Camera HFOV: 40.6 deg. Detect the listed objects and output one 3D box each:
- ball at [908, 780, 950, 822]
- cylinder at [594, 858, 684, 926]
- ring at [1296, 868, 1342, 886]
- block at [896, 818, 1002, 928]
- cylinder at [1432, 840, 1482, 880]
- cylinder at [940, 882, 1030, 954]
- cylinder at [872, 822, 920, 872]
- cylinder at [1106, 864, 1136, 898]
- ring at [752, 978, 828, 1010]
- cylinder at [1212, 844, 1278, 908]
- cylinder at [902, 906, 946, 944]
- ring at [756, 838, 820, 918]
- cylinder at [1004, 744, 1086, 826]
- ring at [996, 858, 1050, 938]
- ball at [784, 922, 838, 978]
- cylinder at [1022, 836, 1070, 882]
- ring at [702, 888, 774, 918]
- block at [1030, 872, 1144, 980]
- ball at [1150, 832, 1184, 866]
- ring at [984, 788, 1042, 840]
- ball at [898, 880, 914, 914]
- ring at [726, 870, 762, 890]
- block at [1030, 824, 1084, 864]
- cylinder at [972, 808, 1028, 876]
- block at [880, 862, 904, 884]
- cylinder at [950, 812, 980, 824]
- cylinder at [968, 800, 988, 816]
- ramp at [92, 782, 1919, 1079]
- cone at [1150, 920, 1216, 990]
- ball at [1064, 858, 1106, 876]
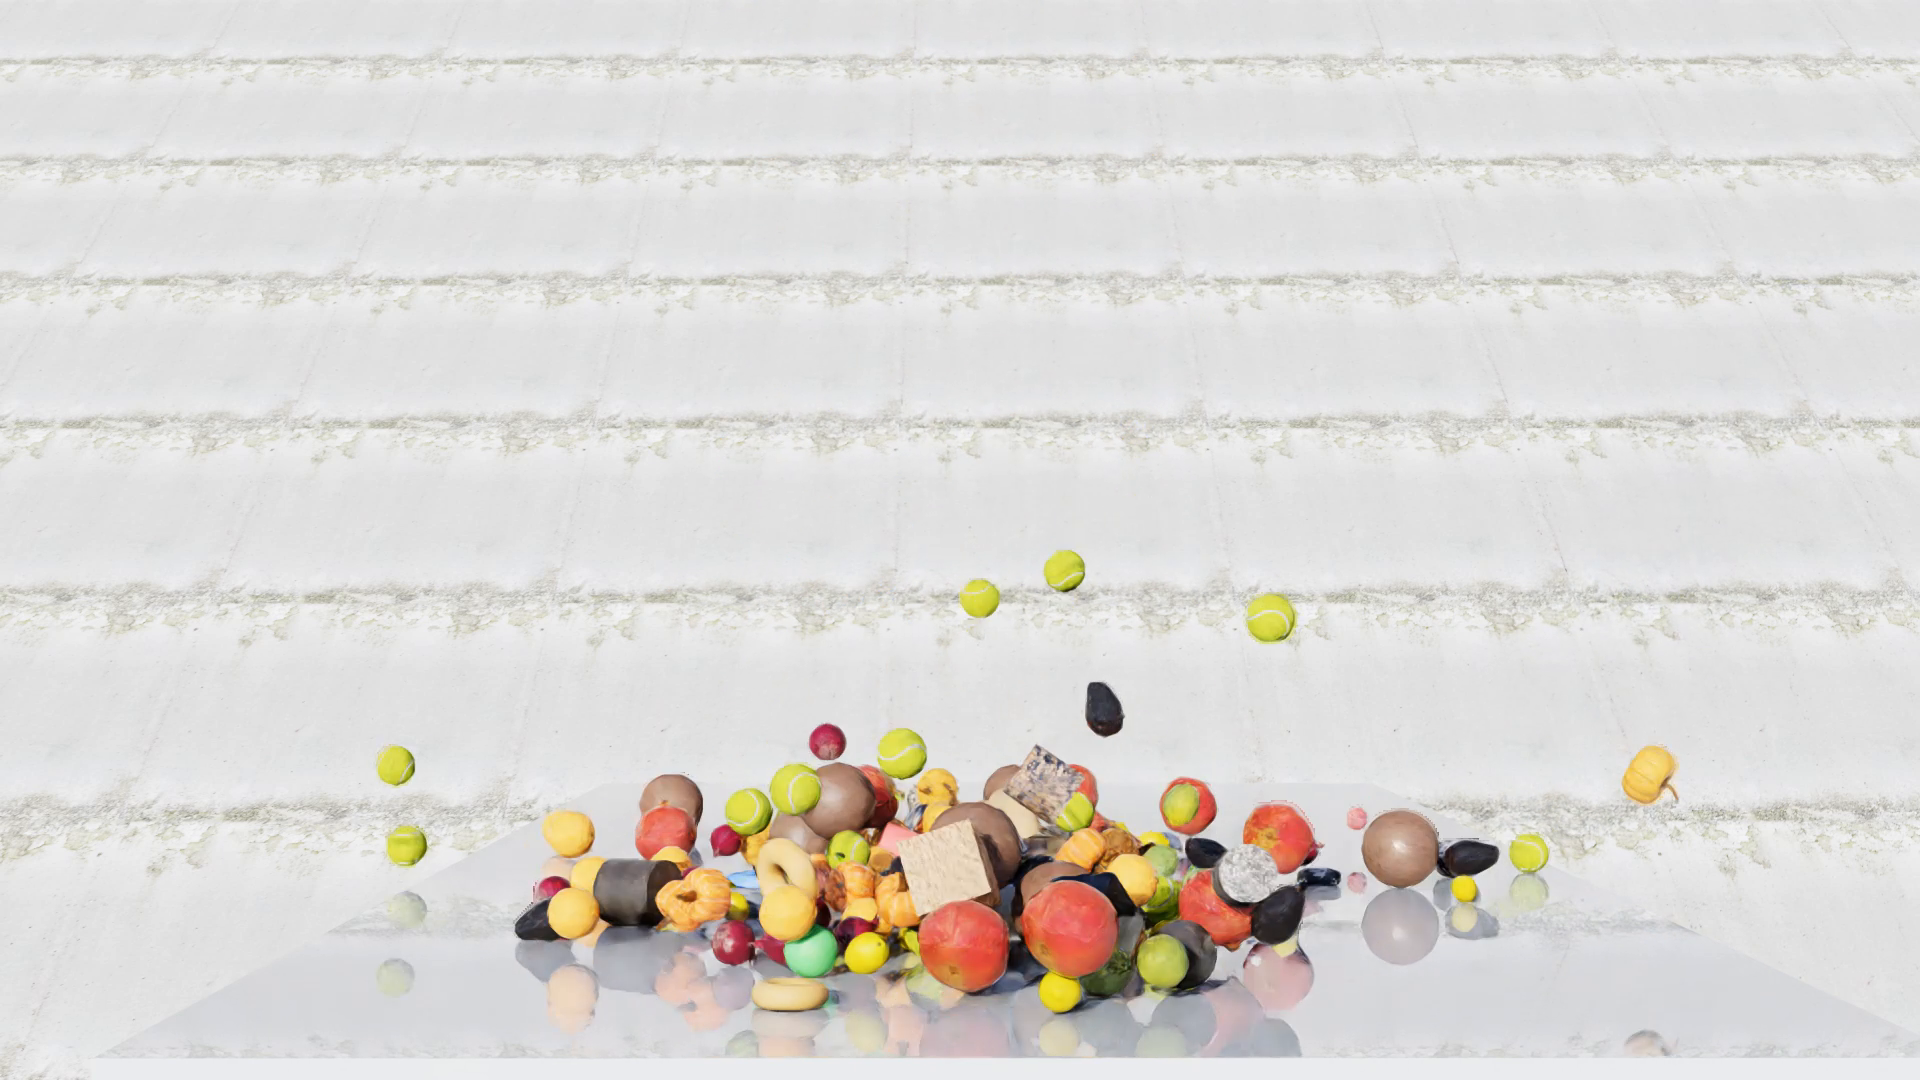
[{"bbox_3d":[-0.068,0.564,5.606,0.093,0.093,0.093,0,33,0],"label":"ball"},{"bbox_3d":[-0.479,0.524,3.865,0.096,0.096,0.096,-2,29,29],"label":"cylinder"},{"bbox_3d":[0.610,0.573,4.405,0.077,0.026,0.077,0,0,0],"label":"ring"},{"bbox_3d":[-0.013,0.430,3.339,0.099,0.099,0.099,-19,71,4],"label":"block"},{"bbox_3d":[0.863,0.556,4.504,0.062,0.062,0.062,-13,3,-19],"label":"cylinder"},{"bbox_3d":[0.032,0.516,3.560,0.097,0.097,0.097,-17,1,-24],"label":"cylinder"},{"bbox_3d":[-0.104,0.521,4.387,0.069,0.069,0.069,23,35,-2],"label":"cylinder"},{"bbox_3d":[0.250,0.553,4.165,0.054,0.054,0.054,-17,32,8],"label":"cylinder"},{"bbox_3d":[-0.204,0.544,3.108,0.094,0.031,0.094,0,-2,0],"label":"ring"},{"bbox_3d":[0.365,0.433,3.337,0.074,0.074,0.074,1,78,-2],"label":"cylinder"},{"bbox_3d":[-0.049,0.544,3.673,0.051,0.051,0.051,0,30,27],"label":"cylinder"},{"bbox_3d":[-0.241,0.471,3.610,0.039,0.117,0.117,-22,39,-37],"label":"ring"},{"bbox_3d":[0.126,0.368,3.904,0.090,0.090,0.090,34,40,4],"label":"cylinder"},{"bbox_3d":[0.078,0.517,3.758,0.139,0.046,0.139,17,39,-15],"label":"ring"},{"bbox_3d":[-0.192,0.529,3.345,0.070,0.070,0.070,0,33,0],"label":"ball"},{"bbox_3d":[0.136,0.527,4.161,0.083,0.083,0.083,-1,68,-1],"label":"cylinder"},{"bbox_3d":[-0.341,0.559,3.993,0.114,0.038,0.114,1,-1,0],"label":"ring"},{"bbox_3d":[0.162,0.491,3.294,0.092,0.092,0.092,-11,35,33],"label":"block"},{"bbox_3d":[0.375,0.561,4.712,0.060,0.060,0.060,0,33,0],"label":"ball"},{"bbox_3d":[0.095,0.519,4.669,0.050,0.149,0.149,-15,36,-30],"label":"ring"},{"bbox_3d":[-0.047,0.530,3.817,0.088,0.088,0.088,0,33,0],"label":"ball"},{"bbox_3d":[-0.337,0.567,4.287,0.102,0.034,0.102,-1,-1,0],"label":"ring"},{"bbox_3d":[0.157,0.527,4.407,0.064,0.064,0.064,1,60,-50],"label":"block"},{"bbox_3d":[0.049,0.424,3.639,0.069,0.069,0.069,-34,6,4],"label":"cylinder"},{"bbox_3d":[-0.101,0.556,4.458,0.061,0.061,0.061,1,-1,-16],"label":"block"},{"bbox_3d":[0.022,0.563,5.021,0.069,0.069,0.069,-11,2,-16],"label":"cylinder"},{"bbox_3d":[0.047,0.543,5.105,0.055,0.055,0.055,-9,-1,0],"label":"cylinder"},{"bbox_3d":[0.074,0.643,4.762,2.000,0.100,4.000,0,-1,0],"label":"ramp"},{"bbox_3d":[0.287,0.511,3.206,0.086,0.086,0.086,-7,-10,-11],"label":"cone"},{"bbox_3d":[0.198,0.540,4.101,0.072,0.072,0.072,0,33,0],"label":"ball"}]
